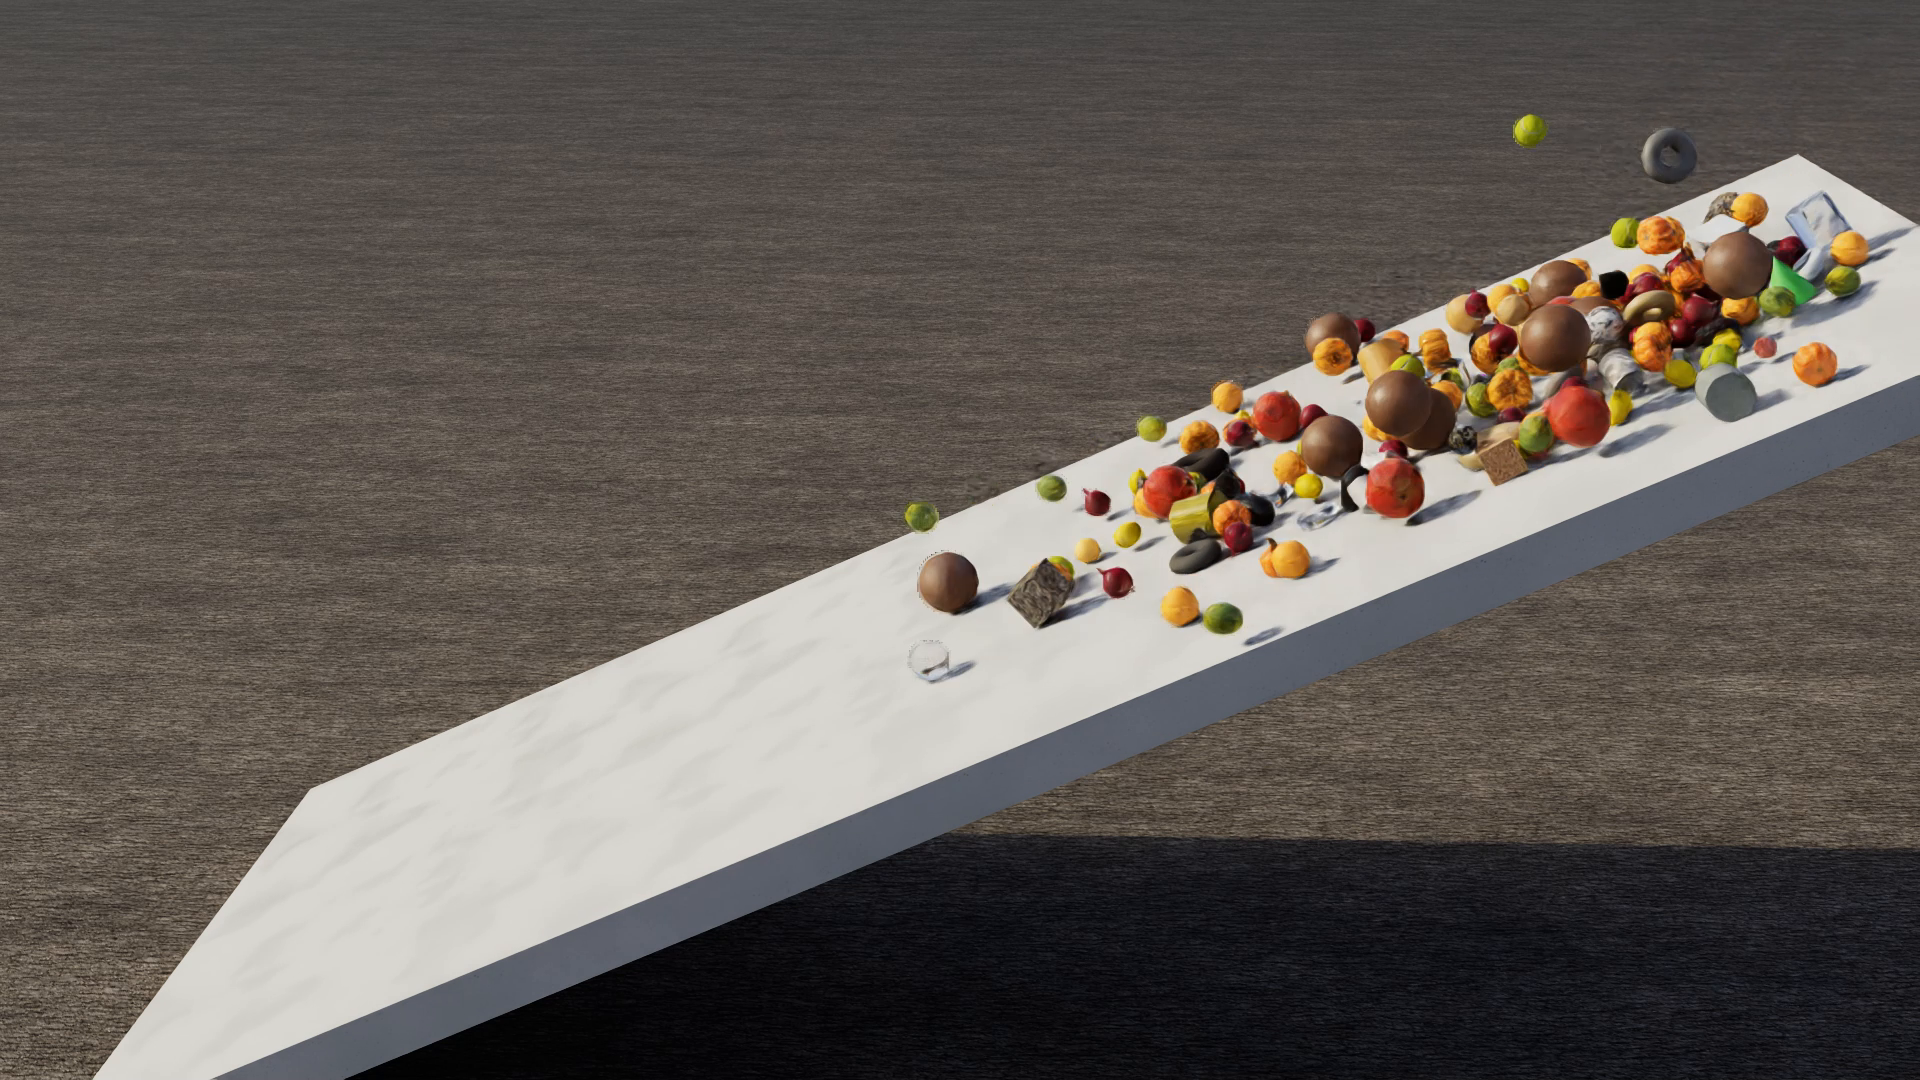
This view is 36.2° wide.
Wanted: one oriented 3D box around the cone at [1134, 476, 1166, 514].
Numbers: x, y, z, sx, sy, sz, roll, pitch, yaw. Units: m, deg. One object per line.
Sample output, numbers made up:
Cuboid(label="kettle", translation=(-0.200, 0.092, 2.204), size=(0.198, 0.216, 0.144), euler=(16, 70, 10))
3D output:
Cuboid(label="cone", translation=(0.405, -0.087, 6.503), size=(0.075, 0.075, 0.075), euler=(32, -12, 8))

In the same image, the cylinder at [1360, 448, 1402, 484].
Cuboid(label="cylinder", translation=(0.840, -0.145, 5.864), size=(0.060, 0.060, 0.060), euler=(-14, -5, -43))

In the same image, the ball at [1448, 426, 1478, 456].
Cuboid(label="ball", translation=(0.946, -0.187, 5.532), size=(0.056, 0.056, 0.056), euler=(0, 15, 0))

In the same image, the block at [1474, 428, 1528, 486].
Cuboid(label="block", translation=(1.016, -0.154, 5.532), size=(0.071, 0.071, 0.071), euler=(-30, 12, 9))

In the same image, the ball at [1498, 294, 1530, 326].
Cuboid(label="ball", translation=(1.078, -0.447, 5.731), size=(0.061, 0.061, 0.061), euler=(0, 15, 0))

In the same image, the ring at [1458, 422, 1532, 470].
Cuboid(label="ring", translation=(1.033, -0.182, 5.679), size=(0.149, 0.050, 0.149), euler=(-24, 12, 5))

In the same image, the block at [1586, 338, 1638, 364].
Cuboid(label="block", translation=(1.300, -0.375, 5.865), size=(0.061, 0.061, 0.061), euler=(30, 4, -15))

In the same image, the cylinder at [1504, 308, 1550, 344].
Cuboid(label="cylinder", translation=(1.230, -0.464, 6.386), size=(0.071, 0.071, 0.071), euler=(-10, 3, -31))

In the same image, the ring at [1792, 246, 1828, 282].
Cuboid(label="ring", translation=(1.687, -0.541, 5.857), size=(0.033, 0.100, 0.100), euler=(37, 15, -6))

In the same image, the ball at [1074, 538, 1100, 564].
Cuboid(label="ball", translation=(0.271, 0.023, 6.265), size=(0.055, 0.055, 0.055), euler=(0, 15, 0))

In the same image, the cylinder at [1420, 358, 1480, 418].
Cuboid(label="cylinder", translation=(1.022, -0.317, 6.135), size=(0.094, 0.094, 0.094), euler=(-24, 13, 6))

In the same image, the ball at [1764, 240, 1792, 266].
Cuboid(label="ball", translation=(1.688, -0.591, 6.070), size=(0.057, 0.057, 0.057), euler=(0, 15, 0))

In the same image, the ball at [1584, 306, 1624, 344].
Cuboid(label="ball", translation=(1.266, -0.422, 5.790), size=(0.076, 0.076, 0.076), euler=(0, 15, 0))

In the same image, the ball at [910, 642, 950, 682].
Cuboid(label="ball", translation=(-0.061, 0.245, 5.935), size=(0.081, 0.081, 0.081), euler=(0, 15, 0))

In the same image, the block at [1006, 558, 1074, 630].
Cuboid(label="block", translation=(0.163, 0.109, 5.971), size=(0.086, 0.086, 0.086), euler=(-42, 6, 32))

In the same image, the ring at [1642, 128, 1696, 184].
Cuboid(label="ring", translation=(1.518, -0.821, 6.295), size=(0.120, 0.120, 0.040), euler=(-2, 2, -8))

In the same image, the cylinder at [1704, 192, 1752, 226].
Cuboid(label="cylinder", translation=(1.606, -0.670, 6.150), size=(0.089, 0.089, 0.089), euler=(6, 28, 21))

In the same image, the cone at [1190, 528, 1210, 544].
Cuboid(label="cone", translation=(0.501, 0.009, 5.951), size=(0.057, 0.057, 0.057), euler=(17, 21, 27))

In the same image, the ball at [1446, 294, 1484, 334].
Cuboid(label="ball", translation=(1.150, -0.514, 6.697), size=(0.089, 0.089, 0.089), euler=(0, 15, 0))

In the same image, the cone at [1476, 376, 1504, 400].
Cuboid(label="cone", translation=(1.108, -0.322, 6.124), size=(0.054, 0.054, 0.054), euler=(-11, 17, -12))

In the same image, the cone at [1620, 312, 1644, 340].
Cuboid(label="cone", translation=(1.368, -0.452, 6.047), size=(0.061, 0.061, 0.061), euler=(-3, 39, -11))

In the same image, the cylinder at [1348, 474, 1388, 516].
Cuboid(label="cylinder", translation=(0.781, -0.087, 5.640), size=(0.056, 0.056, 0.056), euler=(-10, 53, -32))

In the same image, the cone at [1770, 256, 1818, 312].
Cuboid(label="cone", translation=(1.621, -0.517, 5.791), size=(0.099, 0.099, 0.099), euler=(-27, 14, 7))

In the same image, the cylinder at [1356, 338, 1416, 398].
Cuboid(label="cylinder", translation=(0.916, -0.370, 6.323), size=(0.095, 0.095, 0.095), euler=(-19, -20, -7))

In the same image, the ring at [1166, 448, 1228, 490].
Cuboid(label="ring", translation=(0.527, -0.159, 6.530), size=(0.148, 0.049, 0.148), euler=(-23, 14, 6))

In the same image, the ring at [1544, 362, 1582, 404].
Cuboid(label="ring", translation=(1.197, -0.311, 5.829), size=(0.093, 0.093, 0.031), euler=(-15, 49, -44))

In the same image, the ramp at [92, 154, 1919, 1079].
Cuboid(label="ramp", translation=(0.133, 0.170, 6.284), size=(4.000, 0.100, 2.000), euler=(-23, 13, 8))

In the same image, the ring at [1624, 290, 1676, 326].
Cuboid(label="ring", translation=(1.370, -0.460, 5.841), size=(0.104, 0.035, 0.104), euler=(-12, -26, -6))

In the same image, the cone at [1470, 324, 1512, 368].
Cuboid(label="cone", translation=(1.125, -0.424, 6.330), size=(0.095, 0.095, 0.095), euler=(-3, 12, -10))

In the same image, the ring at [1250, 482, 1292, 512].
Cuboid(label="ring", translation=(0.643, -0.088, 6.068), size=(0.095, 0.032, 0.095), euler=(-24, 14, 6))

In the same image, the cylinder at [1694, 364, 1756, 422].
Cuboid(label="cylinder", translation=(1.374, -0.265, 5.281), size=(0.090, 0.090, 0.090), euler=(0, 15, 1))

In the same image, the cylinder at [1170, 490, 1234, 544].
Cuboid(label="cylinder", translation=(0.496, -0.046, 6.031), size=(0.094, 0.094, 0.094), euler=(-15, 4, 37))

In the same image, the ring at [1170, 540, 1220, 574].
Cuboid(label="ring", translation=(0.471, 0.034, 5.890), size=(0.110, 0.037, 0.110), euler=(-24, 14, 6))

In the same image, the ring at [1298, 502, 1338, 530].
Cuboid(label="ring", translation=(0.705, -0.048, 5.795), size=(0.087, 0.029, 0.087), euler=(-25, 12, 6))

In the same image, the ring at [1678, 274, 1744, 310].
Cuboid(label="ring", translation=(1.546, -0.516, 6.061), size=(0.140, 0.047, 0.140), euler=(-22, 15, 6))

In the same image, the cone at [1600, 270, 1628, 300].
Cuboid(label="cone", translation=(1.344, -0.540, 6.110), size=(0.065, 0.065, 0.065), euler=(15, -6, 44))

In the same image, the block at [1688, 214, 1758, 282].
Cuboid(label="block", translation=(1.527, -0.586, 5.887), size=(0.085, 0.085, 0.085), euler=(-34, 30, -9))

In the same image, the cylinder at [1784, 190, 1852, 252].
Cuboid(label="cylinder", translation=(1.732, -0.639, 5.934), size=(0.095, 0.095, 0.095), euler=(-37, 7, 5))
